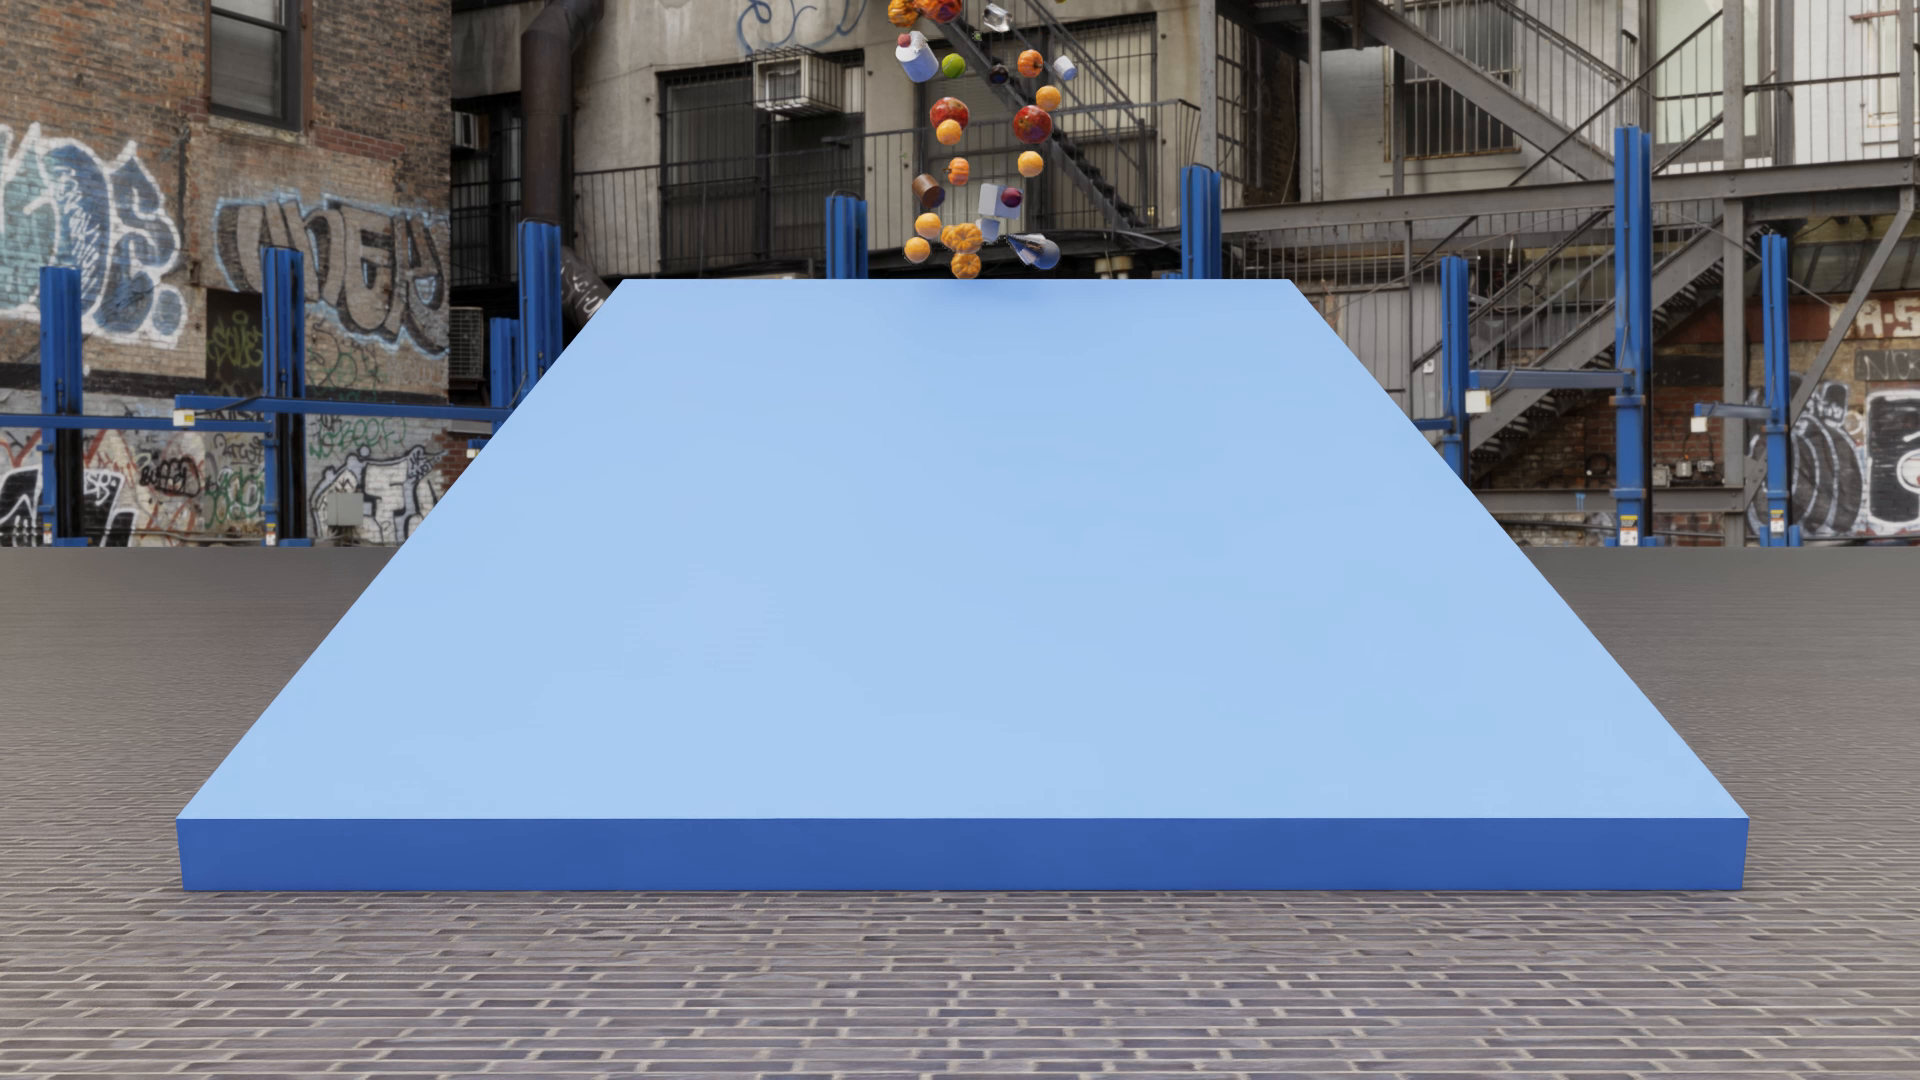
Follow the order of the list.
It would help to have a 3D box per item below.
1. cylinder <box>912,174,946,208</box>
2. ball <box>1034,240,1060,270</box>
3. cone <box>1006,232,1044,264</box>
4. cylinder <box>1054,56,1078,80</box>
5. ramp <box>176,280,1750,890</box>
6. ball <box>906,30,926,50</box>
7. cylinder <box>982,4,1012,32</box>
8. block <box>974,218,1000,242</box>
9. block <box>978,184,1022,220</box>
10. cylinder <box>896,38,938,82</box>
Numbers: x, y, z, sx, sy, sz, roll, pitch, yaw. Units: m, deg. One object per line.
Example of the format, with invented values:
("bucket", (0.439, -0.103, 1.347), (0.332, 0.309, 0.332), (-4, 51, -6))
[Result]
("cylinder", (-0.091, -1.007, 6.388), (0.073, 0.073, 0.073), (0, 36, -33))
("ball", (0.240, -0.801, 6.209), (0.083, 0.083, 0.083), (0, 0, 0))
("cone", (0.166, -0.830, 6.167), (0.097, 0.097, 0.097), (23, -12, -29))
("cylinder", (0.306, -1.373, 6.451), (0.051, 0.051, 0.051), (-26, -28, -15))
("ramp", (-0.002, -0.167, 4.746), (2.000, 0.100, 4.000), (0, 17, 0))
("ball", (-0.130, -1.457, 6.462), (0.058, 0.058, 0.058), (0, 0, 0))
("cylinder", (0.103, -1.456, 6.175), (0.060, 0.060, 0.060), (36, 17, 24))
("block", (0.080, -0.929, 6.640), (0.057, 0.057, 0.057), (11, -4, -16))
("block", (0.120, -1.012, 6.618), (0.090, 0.090, 0.090), (3, 9, -33))
("cylinder", (-0.126, -1.419, 6.536), (0.097, 0.097, 0.097), (0, -29, 26))
